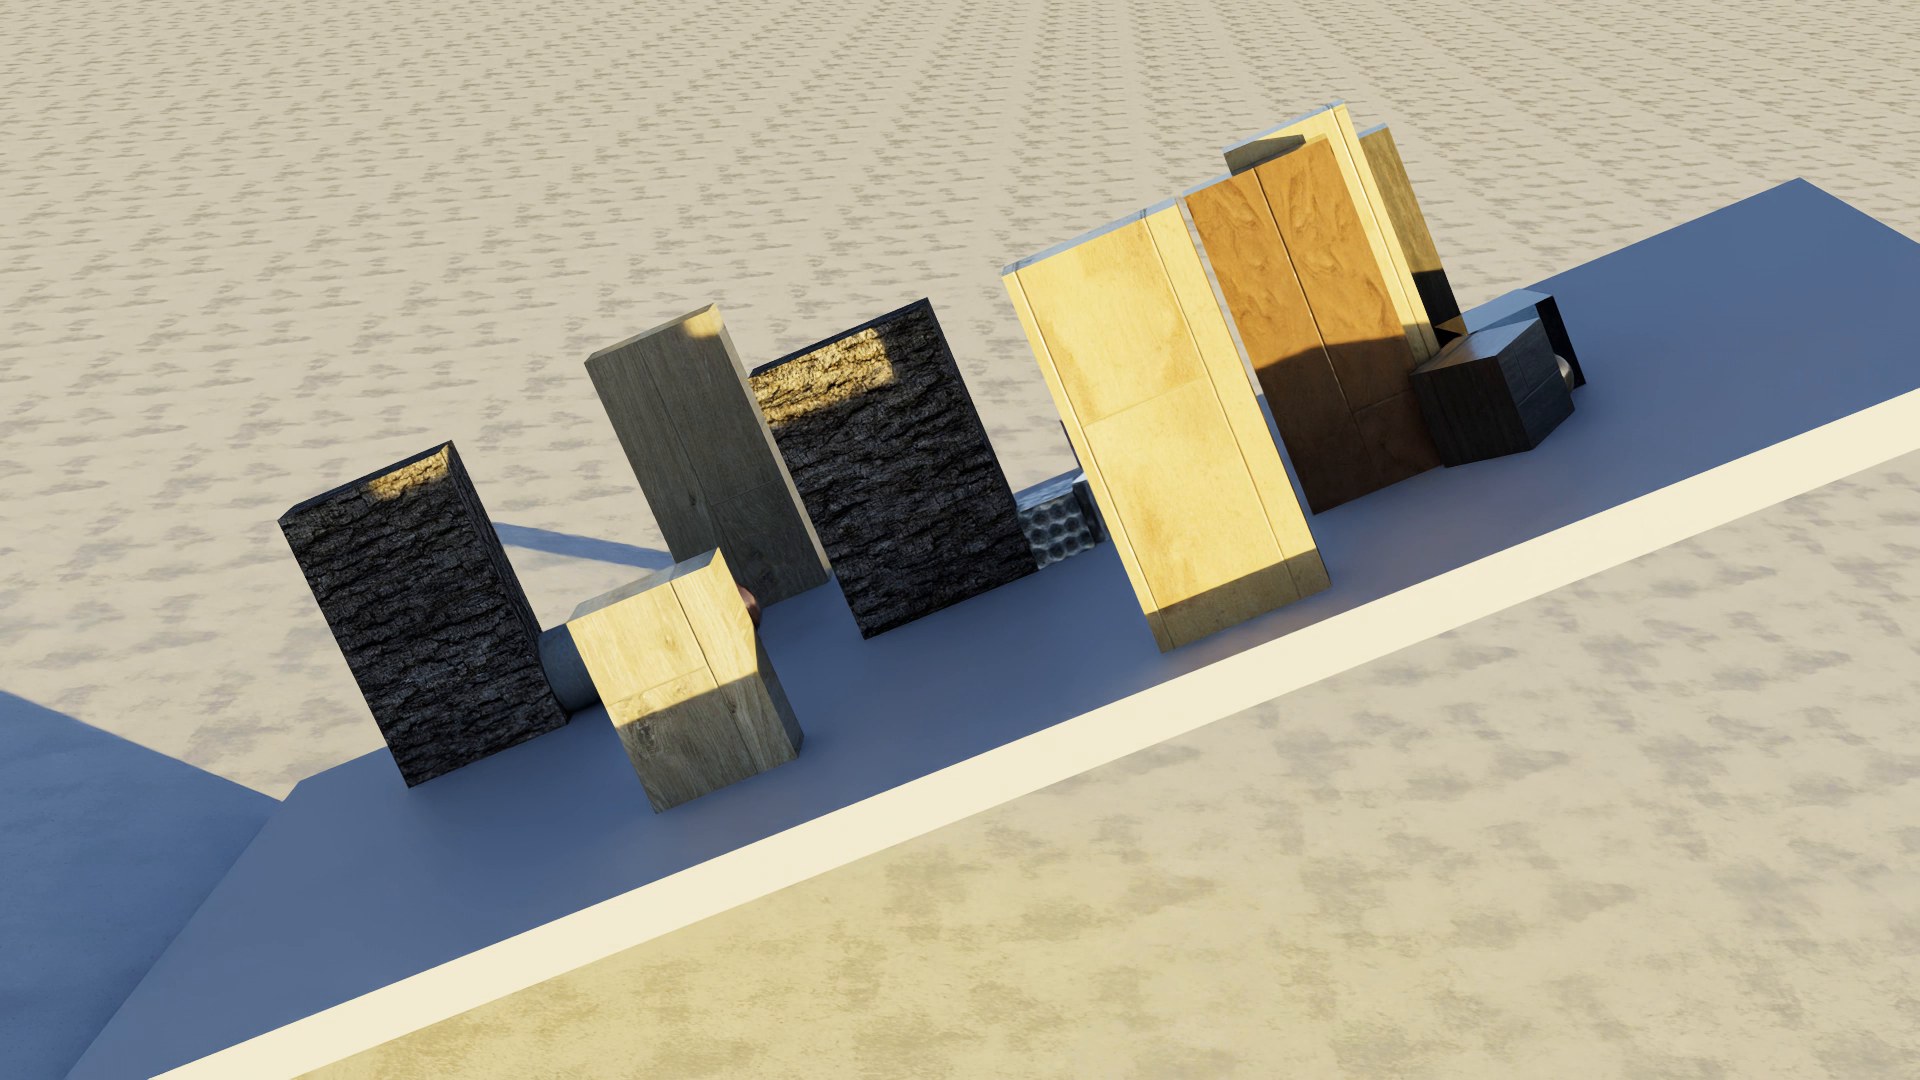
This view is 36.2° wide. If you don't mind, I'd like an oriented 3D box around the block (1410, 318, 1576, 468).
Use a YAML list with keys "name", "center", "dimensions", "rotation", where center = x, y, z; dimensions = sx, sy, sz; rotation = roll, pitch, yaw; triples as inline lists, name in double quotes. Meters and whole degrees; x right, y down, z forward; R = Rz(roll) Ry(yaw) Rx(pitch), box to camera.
- name: "block"
  center: [1.054, -0.291, 5.823]
  dimensions: [0.202, 0.202, 0.202]
  rotation: [-12, 17, 42]

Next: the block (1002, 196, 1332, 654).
- name: "block"
  center: [0.381, -0.207, 5.390]
  dimensions: [0.337, 0.762, 0.112]
  rotation: [-22, 12, 8]

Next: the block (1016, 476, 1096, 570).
- name: "block"
  center: [0.212, -0.038, 6.461]
  dimensions: [0.135, 0.135, 0.135]
  rotation: [-22, 12, 9]

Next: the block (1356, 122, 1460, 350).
- name: "block"
  center: [0.890, -0.590, 6.512]
  dimensions: [0.334, 0.572, 0.085]
  rotation: [-22, 12, 8]

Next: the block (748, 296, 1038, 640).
- name: "block"
  center: [-0.140, -0.154, 6.426]
  dimensions: [0.416, 0.633, 0.115]
  rotation: [-22, 12, 8]

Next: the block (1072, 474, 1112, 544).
- name: "block"
  center: [0.362, -0.101, 6.426]
  dimensions: [0.146, 0.146, 0.146]
  rotation: [-15, 15, 35]

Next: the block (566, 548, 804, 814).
- name: "block"
  center: [-0.541, 0.279, 5.832]
  dimensions: [0.309, 0.425, 0.141]
  rotation: [-22, 12, 8]

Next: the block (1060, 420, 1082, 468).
- name: "block"
  center: [0.346, -0.262, 7.175]
  dimensions: [0.128, 0.128, 0.128]
  rotation: [-28, 13, -21]

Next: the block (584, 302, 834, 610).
- name: "block"
  center: [-0.607, -0.176, 7.165]
  dimensions: [0.329, 0.723, 0.123]
  rotation: [-22, 12, 8]

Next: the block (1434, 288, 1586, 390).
- name: "block"
  center: [1.134, -0.382, 6.070]
  dimensions: [0.197, 0.197, 0.197]
  rotation: [-25, 12, -6]

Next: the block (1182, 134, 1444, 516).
- name: "block"
  center: [0.715, -0.426, 5.856]
  dimensions: [0.301, 0.696, 0.081]
  rotation: [-22, 12, 8]

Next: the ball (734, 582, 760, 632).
- name: "ball"
  center: [-0.551, 0.178, 6.874]
  dimensions: [0.169, 0.169, 0.169]
  rotation: [0, 14, 0]

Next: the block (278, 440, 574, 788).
- name: "block"
  center: [-1.243, 0.175, 6.899]
  dimensions: [0.415, 0.704, 0.148]
  rotation: [-22, 12, 8]

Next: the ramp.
- name: "ramp"
  center: [0.128, 0.172, 6.287]
  dimensions: [4.000, 0.100, 2.000]
  rotation: [-22, 12, 8]

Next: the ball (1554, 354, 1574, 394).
- name: "ball"
  center: [1.180, -0.322, 5.928]
  dimensions: [0.114, 0.114, 0.114]
  rotation: [0, 14, 0]

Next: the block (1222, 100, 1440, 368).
- name: "block"
  center: [0.785, -0.498, 5.945]
  dimensions: [0.257, 0.731, 0.085]
  rotation: [-22, 12, 8]

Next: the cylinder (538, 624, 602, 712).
- name: "cylinder"
  center: [-0.860, 0.275, 6.952]
  dimensions: [0.203, 0.203, 0.203]
  rotation: [-22, 13, 7]
